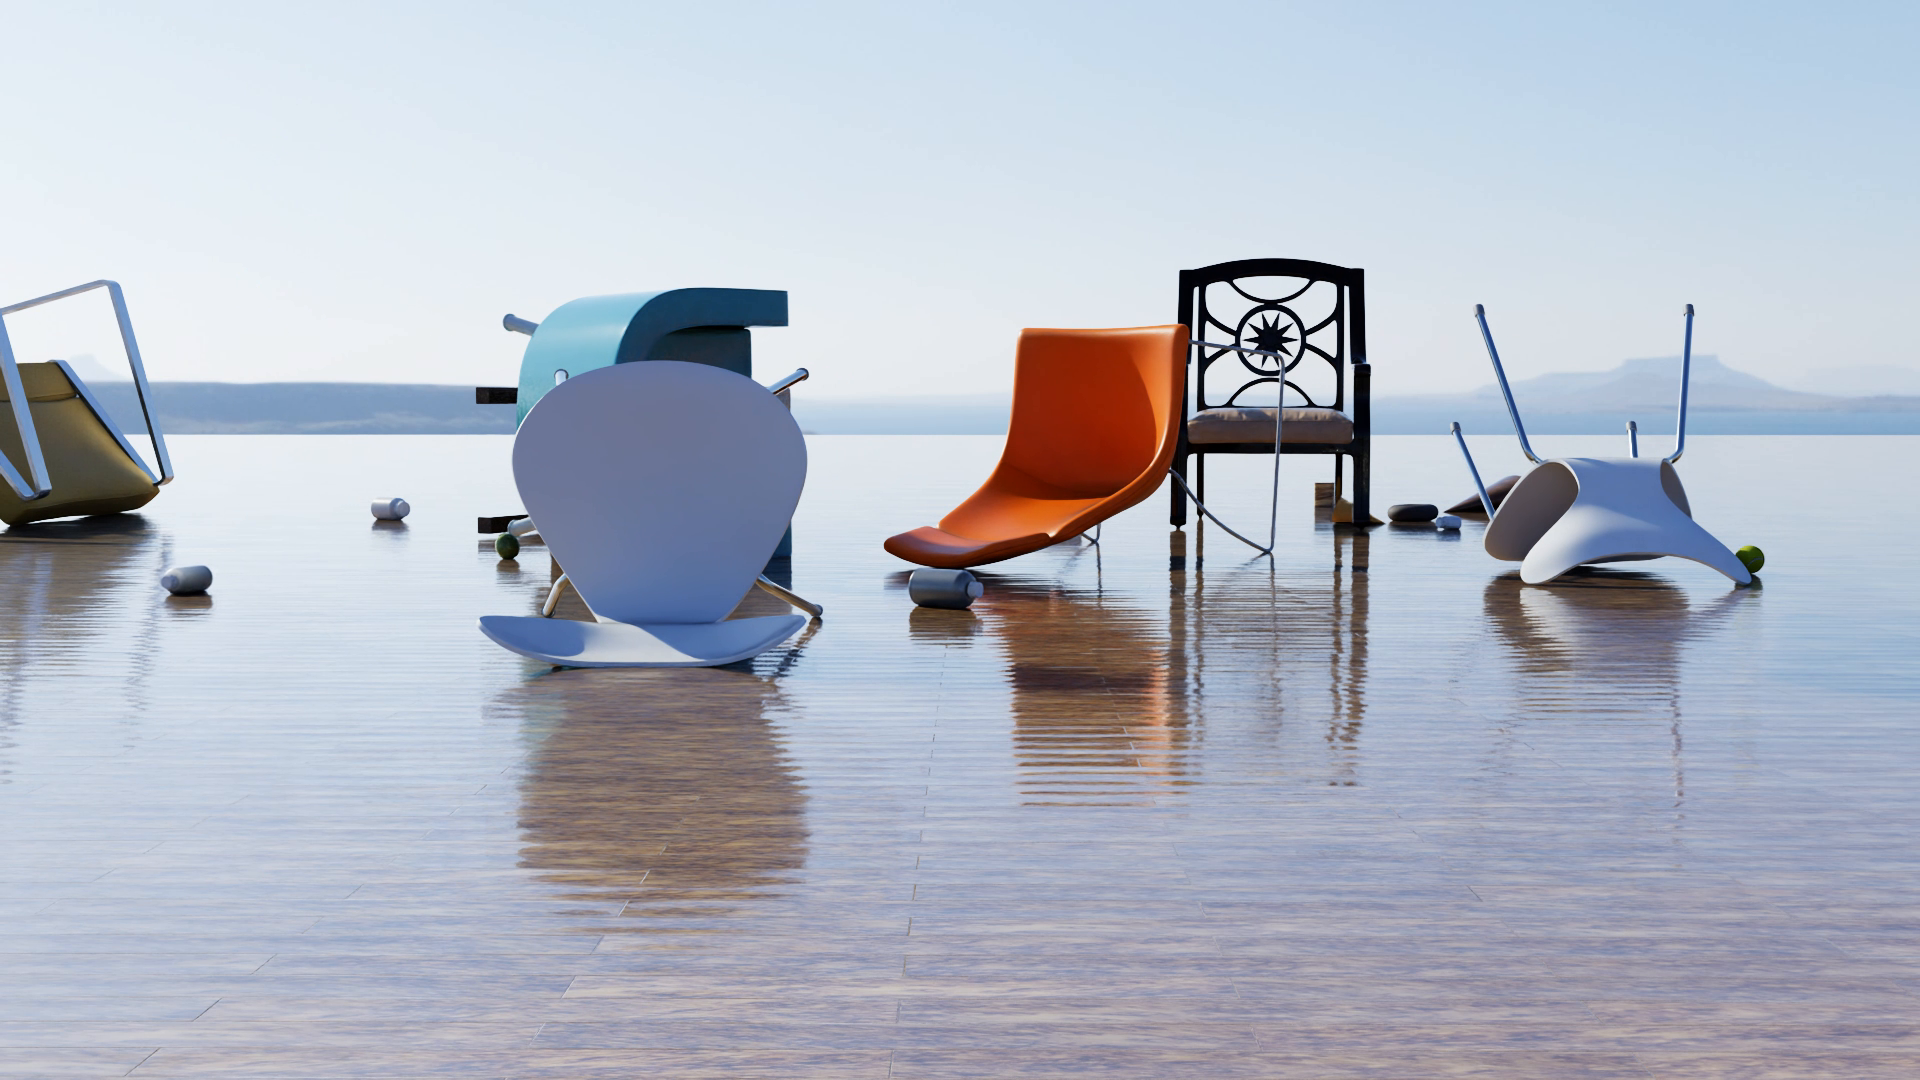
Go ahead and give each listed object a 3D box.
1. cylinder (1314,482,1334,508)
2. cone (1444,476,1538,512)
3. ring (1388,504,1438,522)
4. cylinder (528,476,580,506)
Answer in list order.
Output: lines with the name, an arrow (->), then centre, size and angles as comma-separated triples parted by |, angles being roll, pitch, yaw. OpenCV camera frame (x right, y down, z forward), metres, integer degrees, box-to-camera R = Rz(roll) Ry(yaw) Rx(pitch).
cylinder -> 1.384, -0.171, 8.352 | 0.081, 0.095, 0.044 | -1, 4, -15
cone -> 1.910, -0.138, 8.083 | 0.337, 0.132, 0.260 | -14, 5, -23
ring -> 1.548, -0.093, 7.513 | 0.184, 0.055, 0.155 | -3, 4, -28
cylinder -> -1.573, -0.192, 8.533 | 0.167, 0.104, 0.117 | 17, -7, -37
